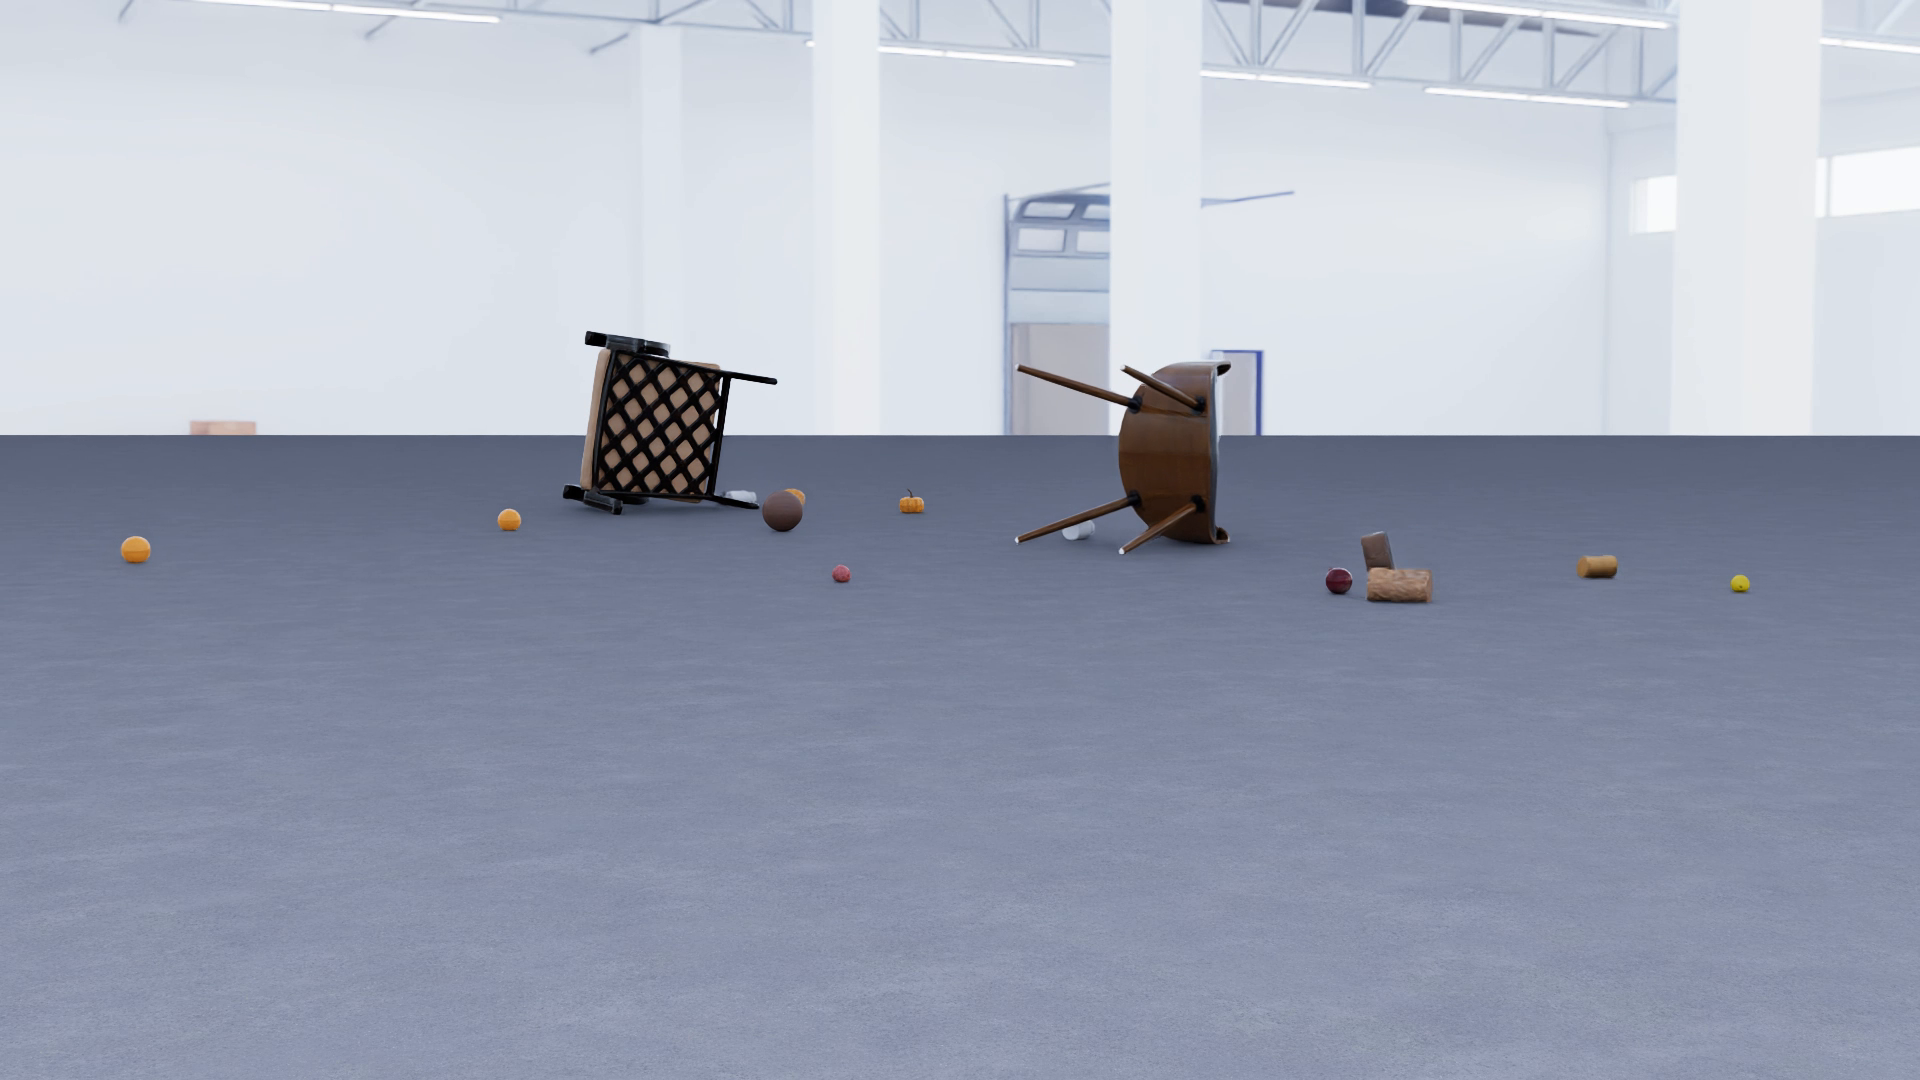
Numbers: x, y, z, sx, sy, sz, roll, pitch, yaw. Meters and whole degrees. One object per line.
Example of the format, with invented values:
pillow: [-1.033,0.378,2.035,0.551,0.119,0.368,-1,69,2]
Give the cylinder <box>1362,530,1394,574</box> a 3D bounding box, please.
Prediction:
cylinder: [0.977,0.037,5.138,0.055,0.109,0.082,-13,6,17]

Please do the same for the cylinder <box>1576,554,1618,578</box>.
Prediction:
cylinder: [1.519,0.064,5.240,0.075,0.047,0.061,7,-28,-12]
